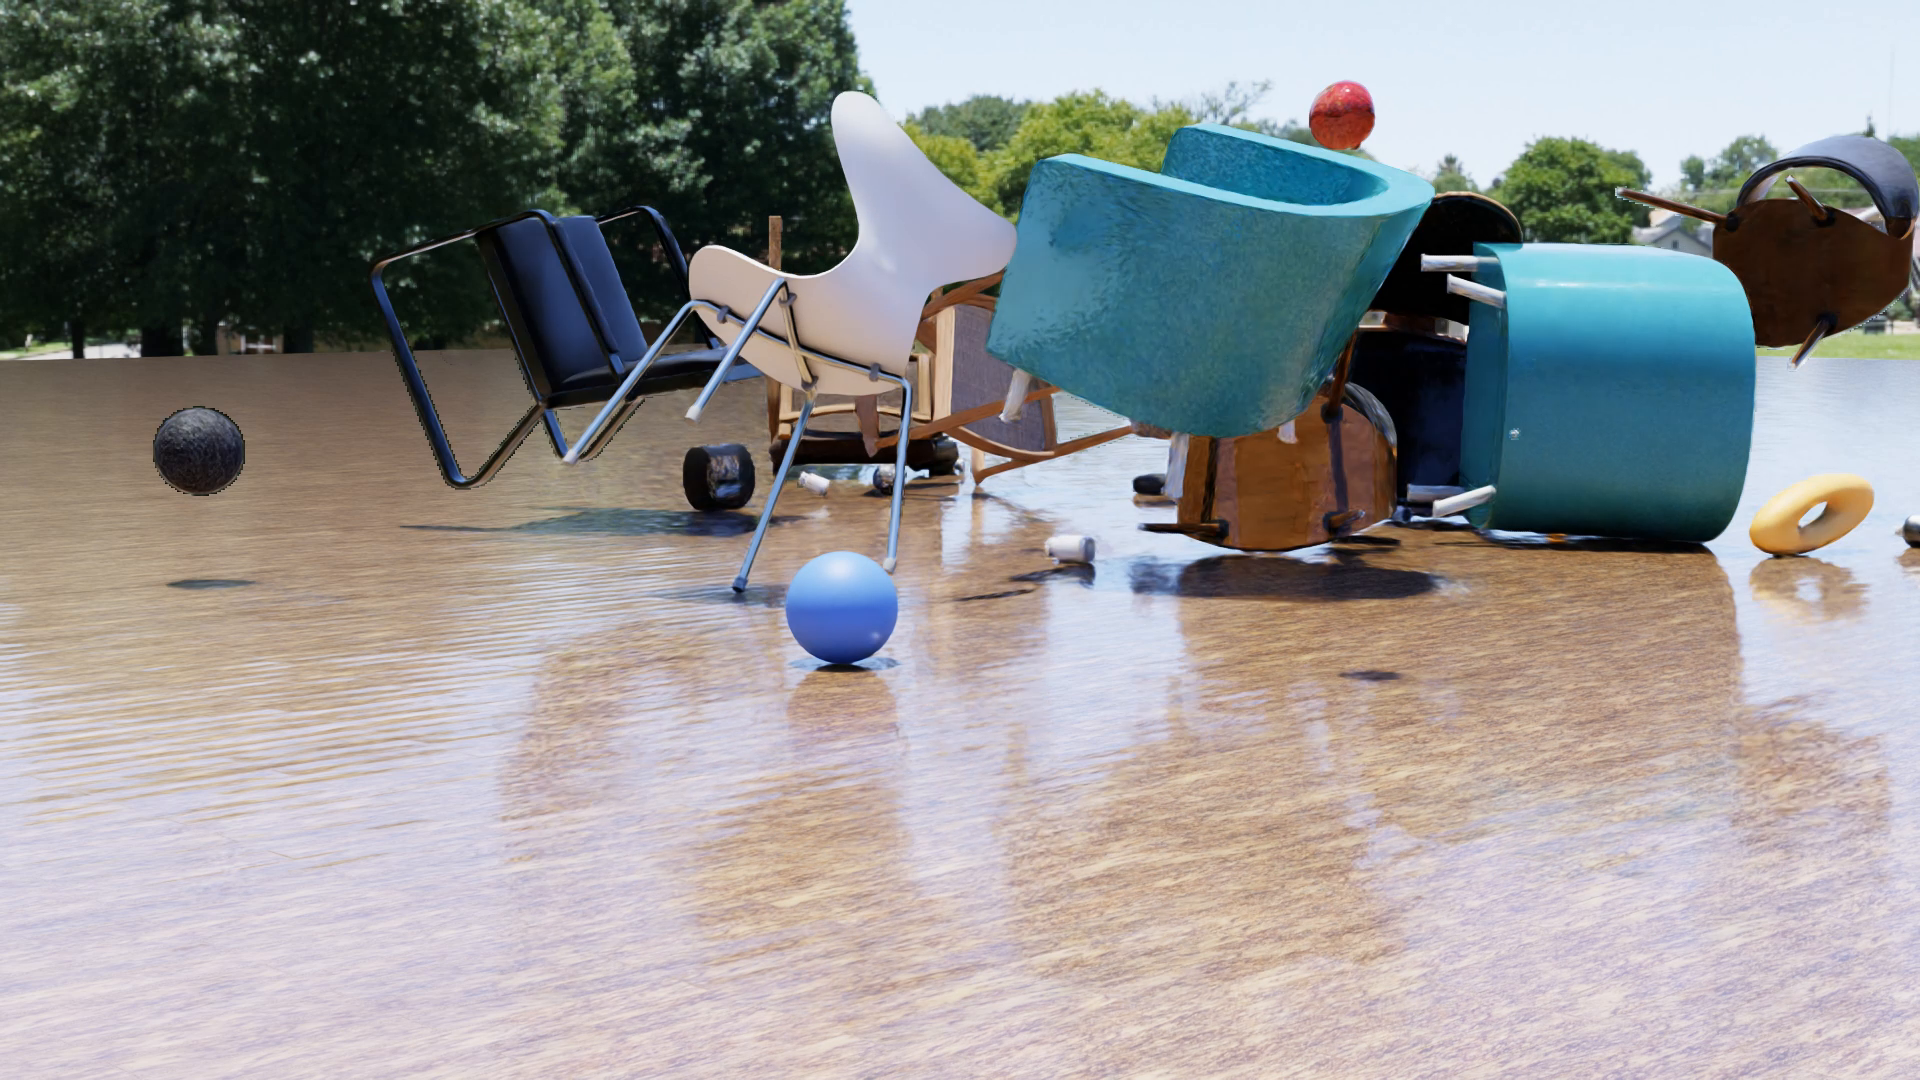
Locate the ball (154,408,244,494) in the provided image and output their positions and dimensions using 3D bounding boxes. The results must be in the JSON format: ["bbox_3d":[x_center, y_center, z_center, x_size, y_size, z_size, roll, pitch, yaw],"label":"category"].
[{"bbox_3d":[-1.629,-0.191,5.492,0.182,0.182,0.182,0,6,0],"label":"ball"}]

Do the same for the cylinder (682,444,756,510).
[{"bbox_3d":[-0.685,-0.181,7.289,0.116,0.179,0.188,-2,4,32],"label":"cylinder"}]

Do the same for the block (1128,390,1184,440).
[{"bbox_3d":[0.570,-0.363,7.450,0.122,0.101,0.097,6,33,-15],"label":"block"}]

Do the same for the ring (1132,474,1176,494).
[{"bbox_3d":[0.591,-0.171,7.798,0.137,0.055,0.124,-8,7,-33],"label":"ring"}]

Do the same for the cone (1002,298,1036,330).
[{"bbox_3d":[0.164,-0.597,6.939,0.094,0.057,0.114,-4,-28,3],"label":"cone"}]

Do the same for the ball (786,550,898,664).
[{"bbox_3d":[-0.201,0.115,4.363,0.192,0.192,0.192,0,6,0],"label":"ball"}]

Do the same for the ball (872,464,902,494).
[{"bbox_3d":[-0.221,-0.184,7.770,0.088,0.088,0.088,0,6,0],"label":"ball"}]

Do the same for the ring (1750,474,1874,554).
[{"bbox_3d":[2.024,-0.062,6.092,0.387,0.171,0.089,-19,23,-26],"label":"ring"}]
